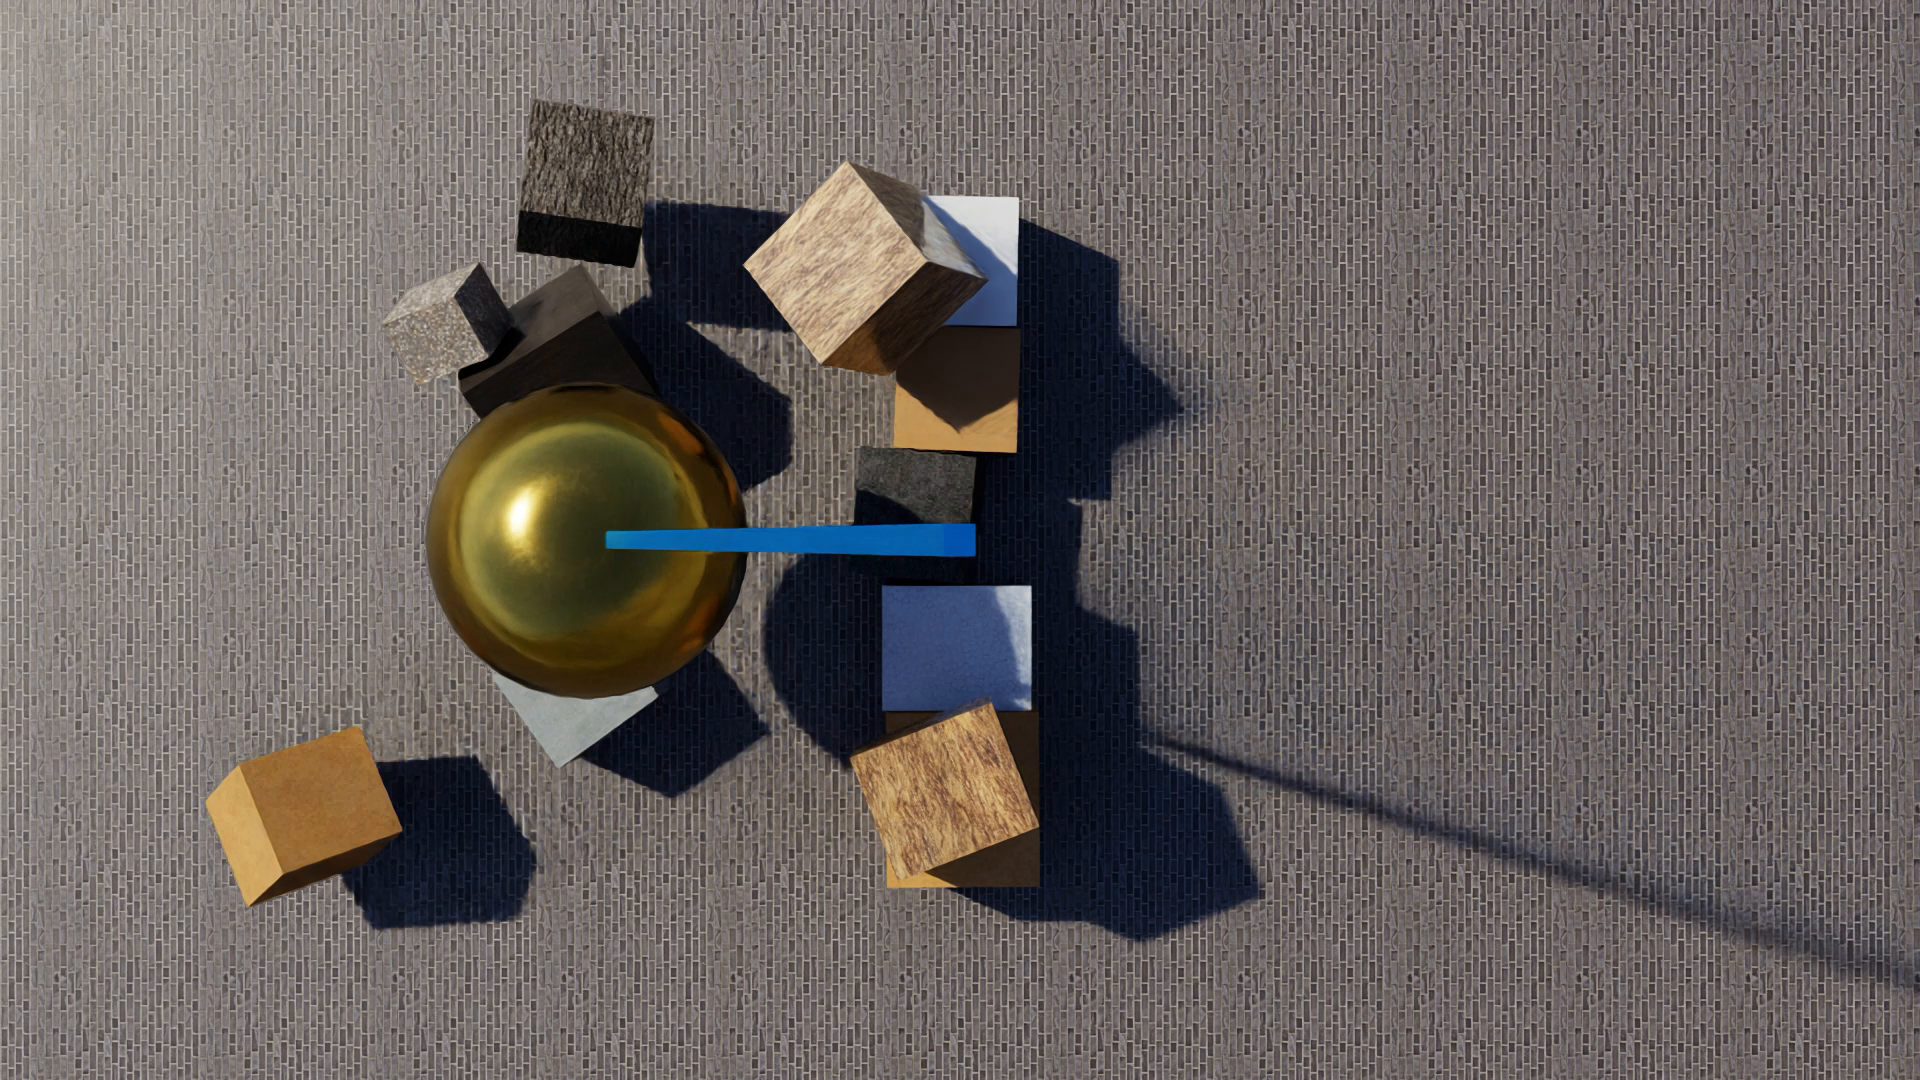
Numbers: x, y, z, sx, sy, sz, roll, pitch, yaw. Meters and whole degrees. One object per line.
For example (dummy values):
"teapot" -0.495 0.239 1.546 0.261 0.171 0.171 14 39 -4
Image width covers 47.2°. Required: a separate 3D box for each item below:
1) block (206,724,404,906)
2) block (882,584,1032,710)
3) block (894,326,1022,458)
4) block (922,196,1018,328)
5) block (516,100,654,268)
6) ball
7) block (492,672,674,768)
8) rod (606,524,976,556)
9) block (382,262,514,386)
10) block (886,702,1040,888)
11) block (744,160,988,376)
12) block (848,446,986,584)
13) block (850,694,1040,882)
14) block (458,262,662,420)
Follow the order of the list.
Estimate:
"block" -3.702 1.556 12.403 0.717 0.703 0.654 -18 78 -38
"block" -0.018 0.604 12.634 0.834 0.732 0.699 0 90 0
"block" -0.016 -0.850 12.675 0.692 0.650 0.695 2 90 0
"block" -0.009 -1.565 12.656 0.664 0.688 0.719 1 90 0
"block" -2.068 -1.953 12.123 0.655 0.589 0.645 7 74 -11
"ball" -1.862 0.000 11.036 1.600 1.600 1.600 0 90 0
"block" -2.162 0.821 12.681 0.700 0.632 0.644 -36 90 0
"rod" -0.807 0.000 7.804 0.080 5.200 0.080 0 90 -18
"block" -2.825 -1.196 12.151 0.468 0.473 0.389 -18 116 17
"block" 0.016 1.437 12.572 0.844 0.856 0.961 0 90 0
"block" -0.499 -1.451 11.916 0.800 0.850 0.720 -42 75 17
"block" -0.236 -0.138 12.641 0.656 0.658 0.714 6 90 6
"block" -0.079 1.314 11.801 0.793 0.686 0.693 -21 90 0
"block" -2.274 -0.926 12.468 0.872 0.811 0.725 -32 120 0
